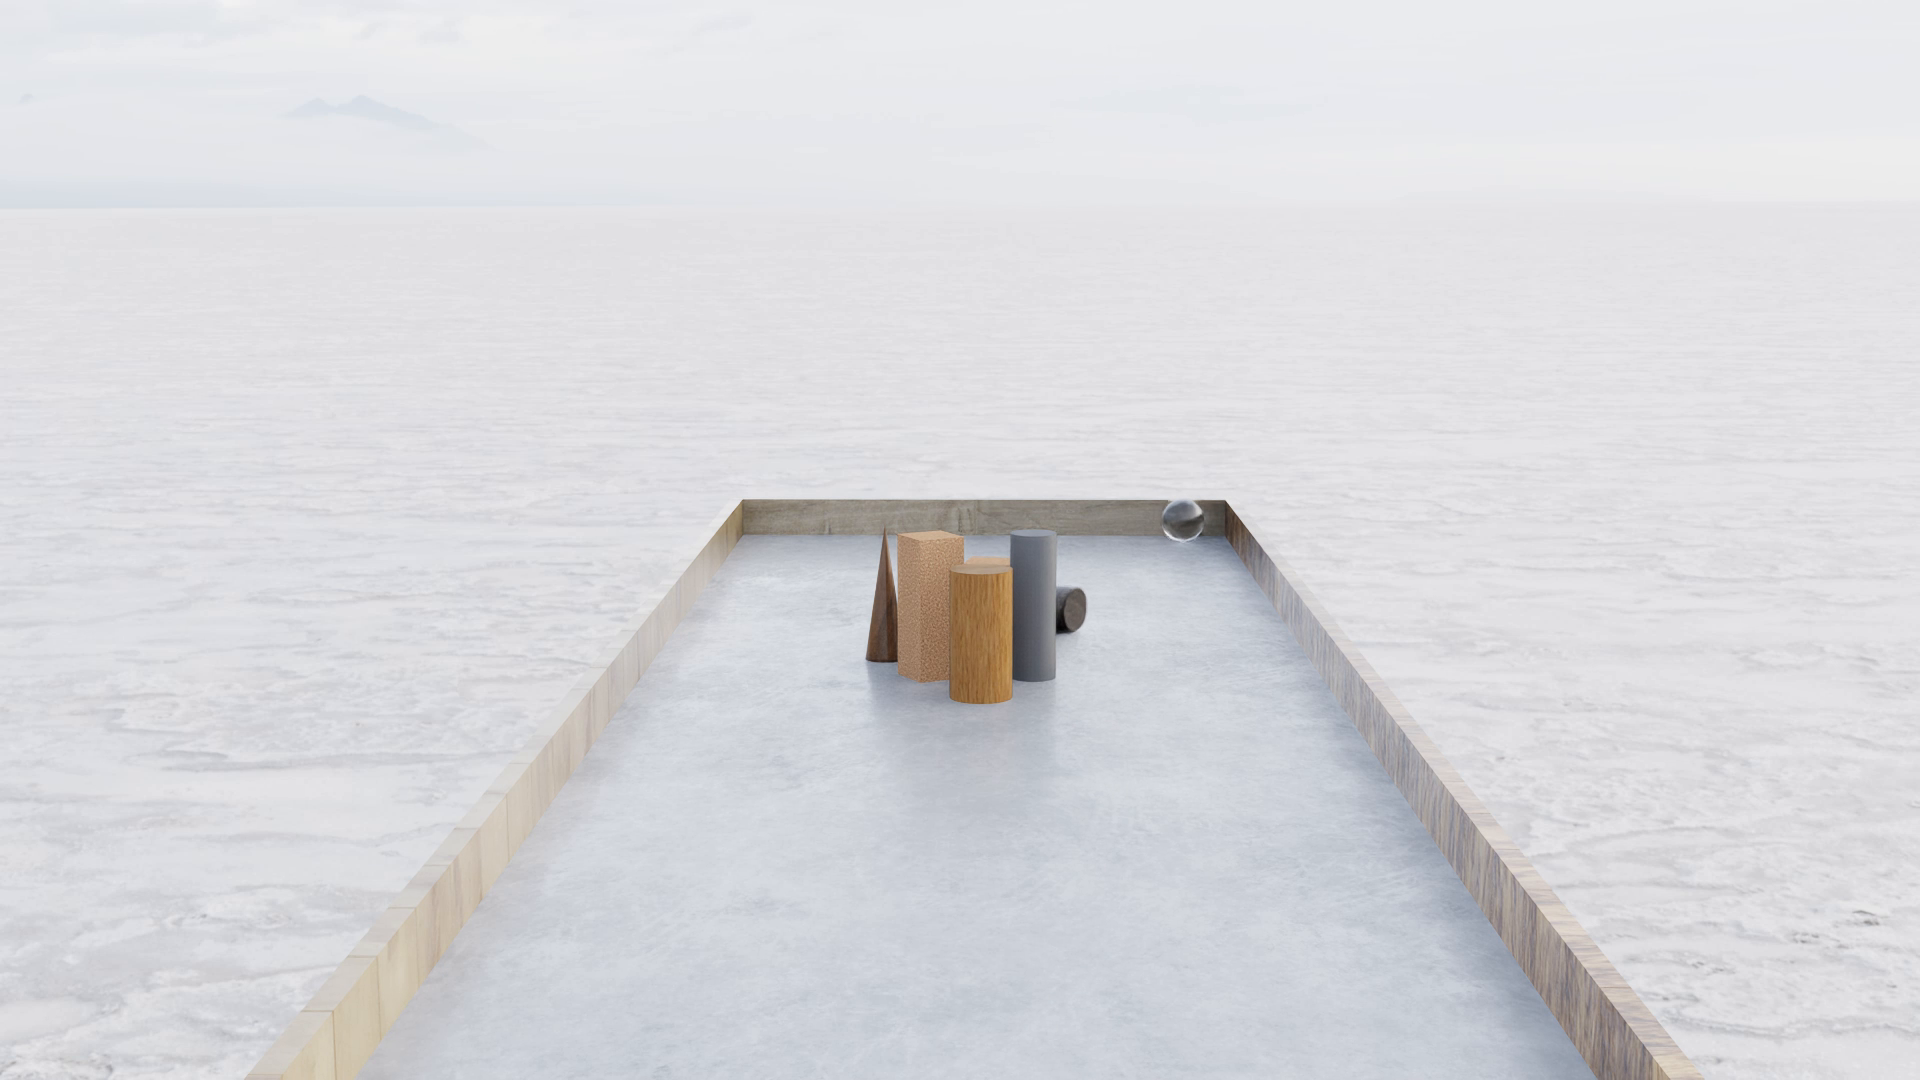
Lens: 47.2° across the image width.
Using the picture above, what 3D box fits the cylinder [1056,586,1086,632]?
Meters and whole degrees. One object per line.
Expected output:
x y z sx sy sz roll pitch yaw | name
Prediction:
0.245 0.213 7.212 0.314 0.141 0.141 6 11 34 | cylinder

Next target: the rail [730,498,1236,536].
0.099 -0.098 9.147 2.100 0.150 0.050 0 9 1 | rail

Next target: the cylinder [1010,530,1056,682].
0.214 0.191 6.435 0.136 0.429 0.136 0 9 0 | cylinder

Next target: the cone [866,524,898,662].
-0.227 0.156 6.692 0.126 0.417 0.126 0 9 0 | cone

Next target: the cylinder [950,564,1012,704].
0.059 0.262 6.184 0.178 0.367 0.178 0 9 0 | cylinder

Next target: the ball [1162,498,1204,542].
0.908 -0.081 8.954 0.176 0.176 0.176 0 9 0 | ball

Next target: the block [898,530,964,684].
-0.086 0.194 6.450 0.144 0.419 0.144 -5 10 -29 | block

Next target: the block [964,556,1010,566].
0.092 0.214 6.683 0.140 0.305 0.140 2 9 10 | block

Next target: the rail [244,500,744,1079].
-1.004 0.839 3.234 0.050 0.150 12.000 0 9 1 | rail

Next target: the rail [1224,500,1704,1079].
1.046 0.843 3.208 0.050 0.150 12.000 0 9 1 | rail
